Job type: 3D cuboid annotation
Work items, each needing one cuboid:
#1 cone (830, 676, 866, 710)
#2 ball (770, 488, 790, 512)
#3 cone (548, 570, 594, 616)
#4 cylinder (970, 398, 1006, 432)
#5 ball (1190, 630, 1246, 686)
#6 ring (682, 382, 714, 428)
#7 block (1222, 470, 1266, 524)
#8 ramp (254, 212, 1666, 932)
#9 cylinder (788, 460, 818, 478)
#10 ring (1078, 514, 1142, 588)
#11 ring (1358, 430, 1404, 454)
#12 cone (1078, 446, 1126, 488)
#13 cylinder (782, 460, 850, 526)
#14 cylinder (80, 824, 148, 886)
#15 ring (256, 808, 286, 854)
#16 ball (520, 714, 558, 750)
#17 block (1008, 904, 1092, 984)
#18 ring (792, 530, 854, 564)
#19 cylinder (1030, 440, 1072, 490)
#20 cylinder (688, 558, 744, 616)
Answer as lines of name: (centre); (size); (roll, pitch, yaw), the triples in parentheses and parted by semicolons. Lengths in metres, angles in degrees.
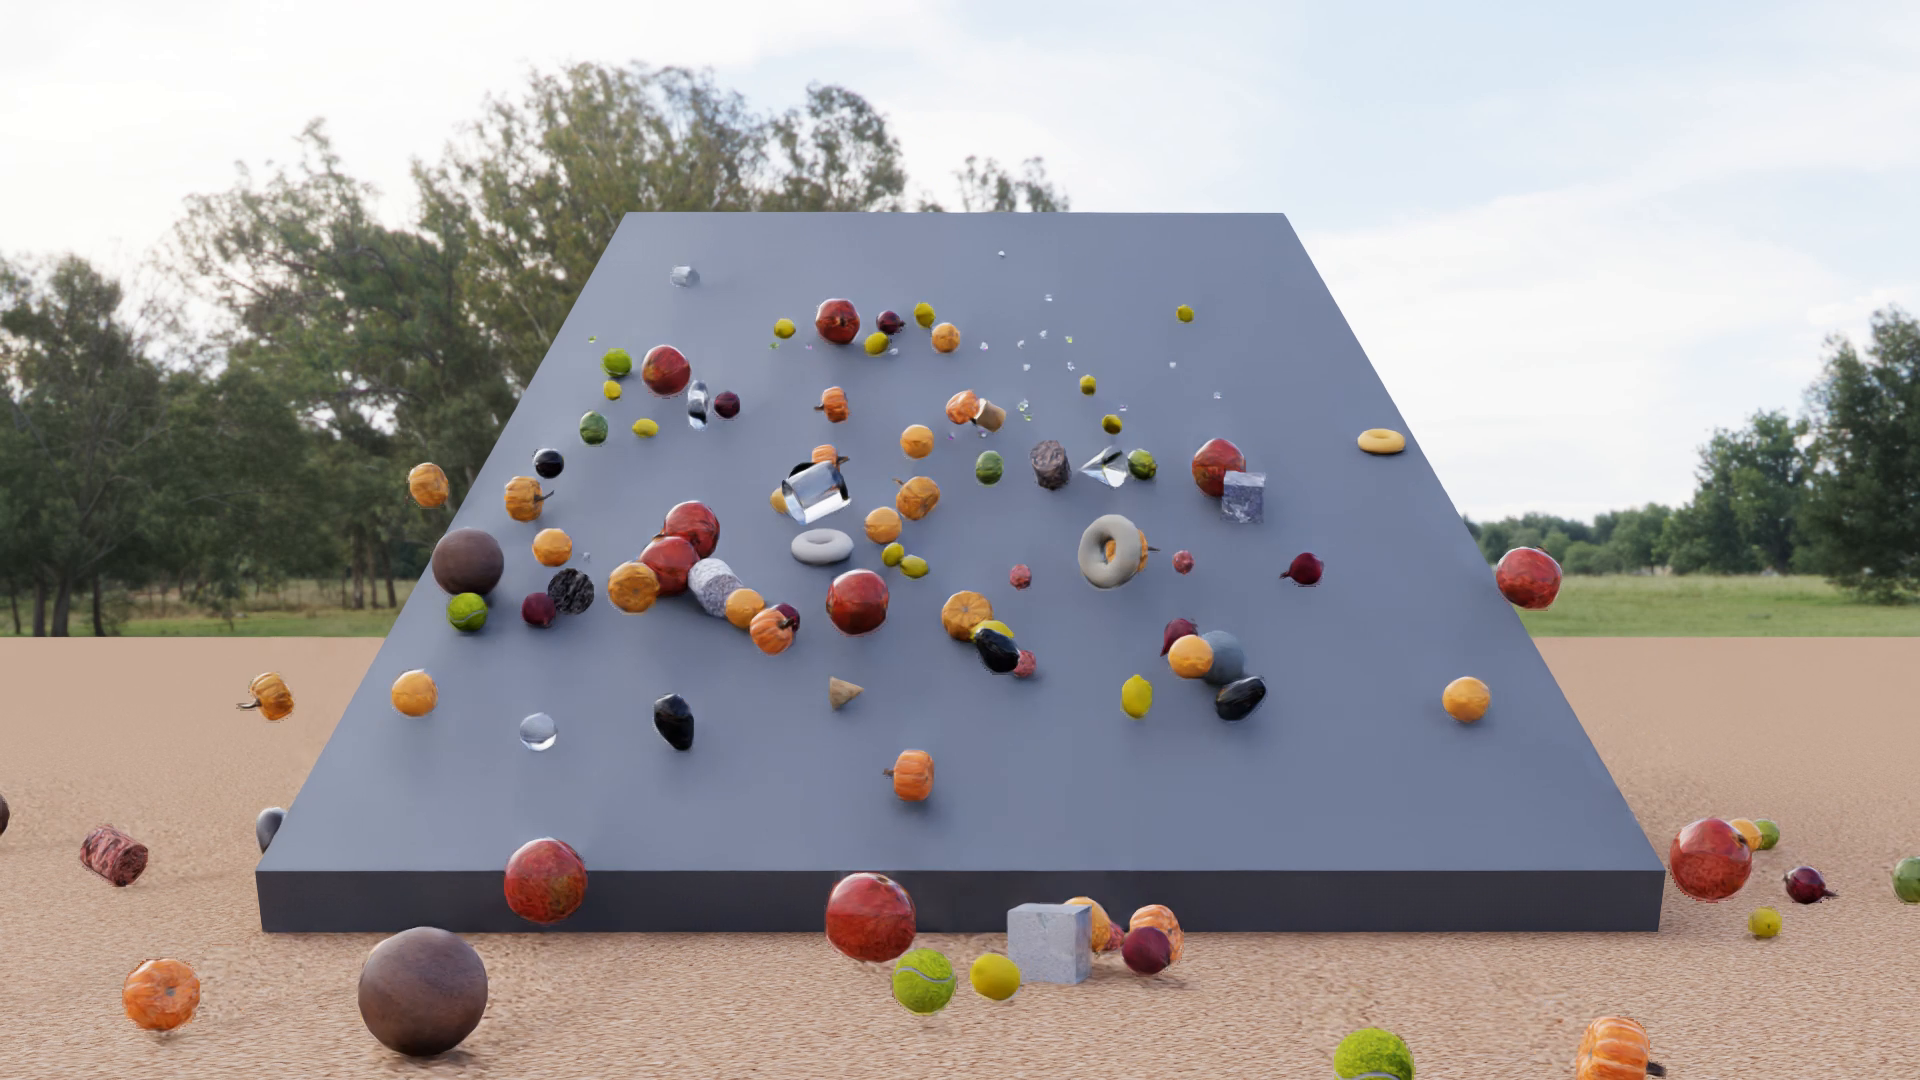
cone: (-0.179, 0.246, 3.720); (0.056, 0.056, 0.056); (-8, -3, 7)
ball: (-0.352, -0.080, 4.563); (0.051, 0.051, 0.051); (0, -2, 0)
cone: (-0.708, 0.098, 4.132); (0.083, 0.083, 0.083); (1, -6, -18)
cylinder: (0.061, -0.273, 5.014); (0.055, 0.055, 0.055); (28, -14, -24)
ball: (0.430, 0.197, 3.812); (0.091, 0.091, 0.091); (0, -2, 0)
ring: (-0.575, -0.298, 5.034); (0.036, 0.108, 0.108); (22, 3, 15)
block: (0.563, -0.085, 4.545); (0.078, 0.078, 0.078); (4, 22, 10)
ramp: (-0.006, -0.218, 5.123); (2.000, 0.100, 4.000); (0, 22, 0)
cylinder: (-0.279, -0.106, 4.442); (0.085, 0.085, 0.085); (-1, -7, 21)
ring: (0.268, 0.021, 4.091); (0.136, 0.136, 0.045); (-2, -11, 45)
ring: (0.907, -0.212, 4.931); (0.101, 0.034, 0.101); (-1, 21, 0)
cone: (0.281, -0.149, 4.730); (0.088, 0.088, 0.088); (-3, -4, 35)
cylinder: (-0.270, -0.088, 4.268); (0.093, 0.093, 0.093); (-27, 7, -19)
cylinder: (-1.425, 0.531, 3.856); (0.077, 0.077, 0.077); (25, 8, 24)
ring: (-1.126, 0.514, 3.818); (0.049, 0.148, 0.148); (-24, 0, -5)
ball: (-0.661, 0.301, 3.587); (0.059, 0.059, 0.059); (0, -2, 0)
block: (0.112, 0.501, 2.847); (0.086, 0.086, 0.086); (-1, -2, 16)
ring: (-0.262, 0.013, 4.347); (0.118, 0.039, 0.118); (-1, 21, 0)
cylinder: (0.186, -0.153, 4.680); (0.073, 0.073, 0.073); (-1, -32, 13)
cylinder: (-0.438, 0.084, 4.107); (0.082, 0.082, 0.082); (1, 19, -24)
